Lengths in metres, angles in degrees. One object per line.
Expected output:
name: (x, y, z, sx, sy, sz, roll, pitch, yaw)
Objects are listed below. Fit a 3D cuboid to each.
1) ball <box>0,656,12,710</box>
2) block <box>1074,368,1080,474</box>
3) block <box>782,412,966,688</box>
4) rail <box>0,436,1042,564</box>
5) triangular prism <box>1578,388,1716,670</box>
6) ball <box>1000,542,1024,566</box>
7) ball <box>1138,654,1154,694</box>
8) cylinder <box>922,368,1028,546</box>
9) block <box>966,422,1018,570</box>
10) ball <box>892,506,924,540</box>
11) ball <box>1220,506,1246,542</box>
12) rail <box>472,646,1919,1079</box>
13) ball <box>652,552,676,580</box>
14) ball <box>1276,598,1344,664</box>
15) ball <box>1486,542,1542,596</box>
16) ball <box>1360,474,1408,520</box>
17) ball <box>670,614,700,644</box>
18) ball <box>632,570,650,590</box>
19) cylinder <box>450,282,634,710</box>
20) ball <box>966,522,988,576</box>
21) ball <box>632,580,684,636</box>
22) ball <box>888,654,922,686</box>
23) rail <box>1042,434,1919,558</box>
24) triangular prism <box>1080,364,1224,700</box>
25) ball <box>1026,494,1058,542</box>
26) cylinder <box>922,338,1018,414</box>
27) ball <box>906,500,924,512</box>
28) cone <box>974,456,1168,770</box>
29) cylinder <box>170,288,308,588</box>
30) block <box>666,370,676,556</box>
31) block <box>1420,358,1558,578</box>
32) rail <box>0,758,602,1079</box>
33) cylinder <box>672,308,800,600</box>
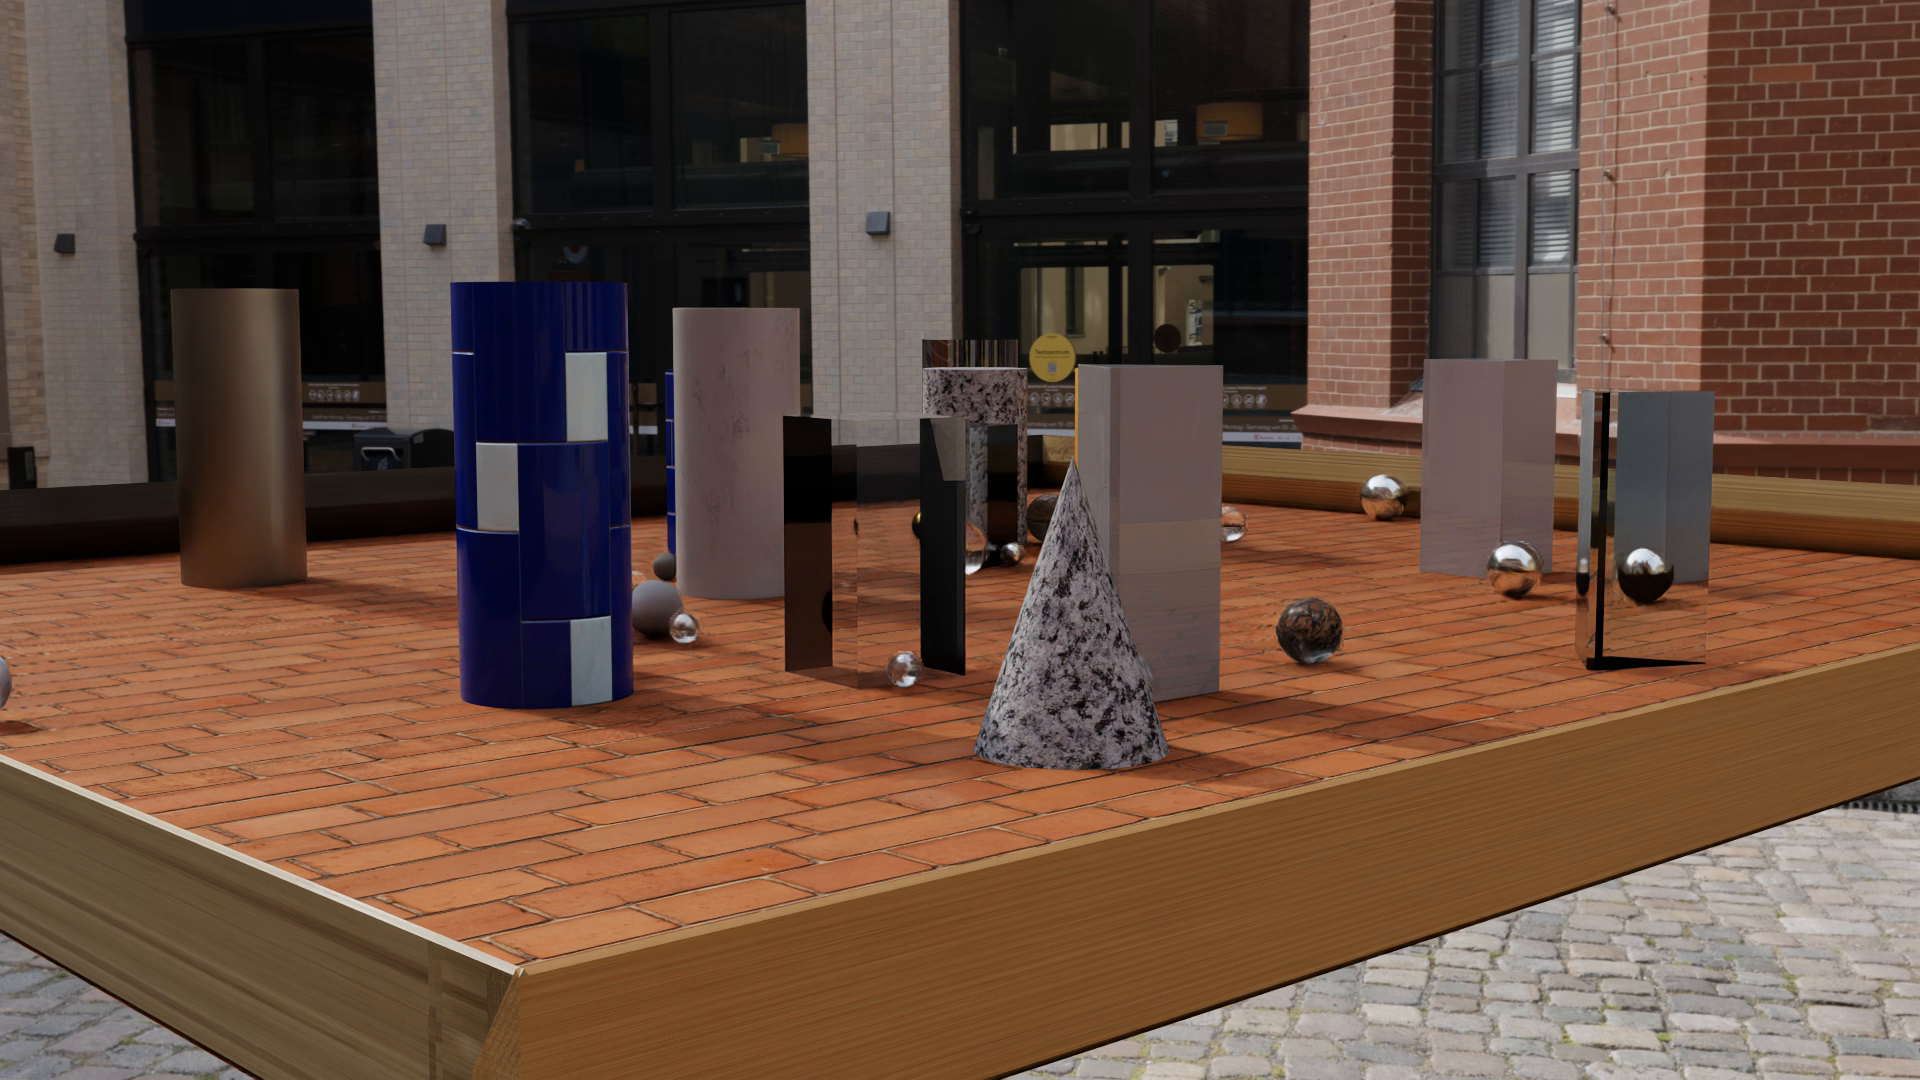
ball: (-1.072, 0.155, 2.375, 0.088, 0.088, 0.088, 0, 6, 0)
block: (0.326, -0.157, 4.174, 0.159, 0.336, 0.159, -3, 7, -26)
block: (-0.105, 0.007, 2.693, 0.159, 0.317, 0.159, -4, 7, -37)
rail: (-1.027, -0.082, 4.439, 3.412, 0.129, 0.045, -5, 8, -42)
triangular prism: (0.840, -0.020, 2.815, 0.173, 0.345, 0.150, -2, 6, -19)
ball: (0.090, 0.025, 3.848, 0.041, 0.041, 0.041, 0, 6, 0)
ball: (0.173, 0.157, 2.408, 0.077, 0.077, 0.077, 0, 6, 0)
cylinder: (0.029, -0.159, 4.195, 0.199, 0.336, 0.199, 0, 6, 0)
block: (-0.008, -0.080, 3.872, 0.159, 0.246, 0.159, 4, 7, 32)
ball: (-0.098, -0.033, 4.278, 0.068, 0.068, 0.068, 0, 6, 0)
ball: (0.521, -0.032, 4.268, 0.068, 0.068, 0.068, 0, 6, 0)
rail: (1.027, 0.149, 2.224, 3.412, 0.129, 0.045, -5, 8, -42)
ball: (-0.487, 0.044, 3.647, 0.046, 0.046, 0.046, 0, 6, 0)
ball: (0.442, 0.115, 2.779, 0.084, 0.084, 0.084, 0, 6, 0)
ball: (0.866, 0.046, 3.439, 0.085, 0.085, 0.085, 0, 6, 0)
ball: (0.905, -0.092, 4.691, 0.100, 0.100, 0.100, 0, 6, 0)
ball: (-0.370, 0.119, 2.953, 0.041, 0.041, 0.041, 0, 6, 0)
ball: (-0.494, 0.072, 3.345, 0.052, 0.052, 0.052, 0, 6, 0)
cylinder: (-0.481, -0.057, 2.542, 0.199, 0.476, 0.199, 0, 6, 0)
ball: (0.000, 0.014, 3.699, 0.094, 0.094, 0.094, 0, 6, 0)
ball: (-0.418, 0.094, 3.013, 0.078, 0.078, 0.078, 0, 6, 0)
ball: (-0.066, 0.154, 2.612, 0.040, 0.040, 0.040, 0, 6, 0)
rail: (1.237, -0.084, 4.467, 0.045, 0.129, 3.077, -5, 8, -42)
triangular prism: (0.191, -0.013, 2.572, 0.173, 0.382, 0.150, -5, 8, -40)
ball: (0.173, -0.042, 4.232, 0.095, 0.095, 0.095, 0, 6, 0)
cylinder: (0.021, -0.225, 4.590, 0.199, 0.386, 0.199, 0, 6, 0)
ball: (-0.088, -0.053, 4.526, 0.057, 0.057, 0.057, 0, 6, 0)
cone: (0.113, 0.064, 2.224, 0.199, 0.301, 0.199, 0, 6, 0)
cylinder: (-1.184, -0.171, 3.617, 0.199, 0.480, 0.199, 0, 6, 0)
block: (-0.412, -0.131, 3.905, 0.159, 0.342, 0.159, -4, 7, -36)
block: (0.901, -0.126, 3.751, 0.159, 0.363, 0.159, -6, 8, -43)
rail: (-1.237, 0.152, 2.197, 0.045, 0.129, 3.077, -5, 8, -42)
cylinder: (-0.352, -0.142, 3.482, 0.199, 0.449, 0.199, 0, 6, 0)
